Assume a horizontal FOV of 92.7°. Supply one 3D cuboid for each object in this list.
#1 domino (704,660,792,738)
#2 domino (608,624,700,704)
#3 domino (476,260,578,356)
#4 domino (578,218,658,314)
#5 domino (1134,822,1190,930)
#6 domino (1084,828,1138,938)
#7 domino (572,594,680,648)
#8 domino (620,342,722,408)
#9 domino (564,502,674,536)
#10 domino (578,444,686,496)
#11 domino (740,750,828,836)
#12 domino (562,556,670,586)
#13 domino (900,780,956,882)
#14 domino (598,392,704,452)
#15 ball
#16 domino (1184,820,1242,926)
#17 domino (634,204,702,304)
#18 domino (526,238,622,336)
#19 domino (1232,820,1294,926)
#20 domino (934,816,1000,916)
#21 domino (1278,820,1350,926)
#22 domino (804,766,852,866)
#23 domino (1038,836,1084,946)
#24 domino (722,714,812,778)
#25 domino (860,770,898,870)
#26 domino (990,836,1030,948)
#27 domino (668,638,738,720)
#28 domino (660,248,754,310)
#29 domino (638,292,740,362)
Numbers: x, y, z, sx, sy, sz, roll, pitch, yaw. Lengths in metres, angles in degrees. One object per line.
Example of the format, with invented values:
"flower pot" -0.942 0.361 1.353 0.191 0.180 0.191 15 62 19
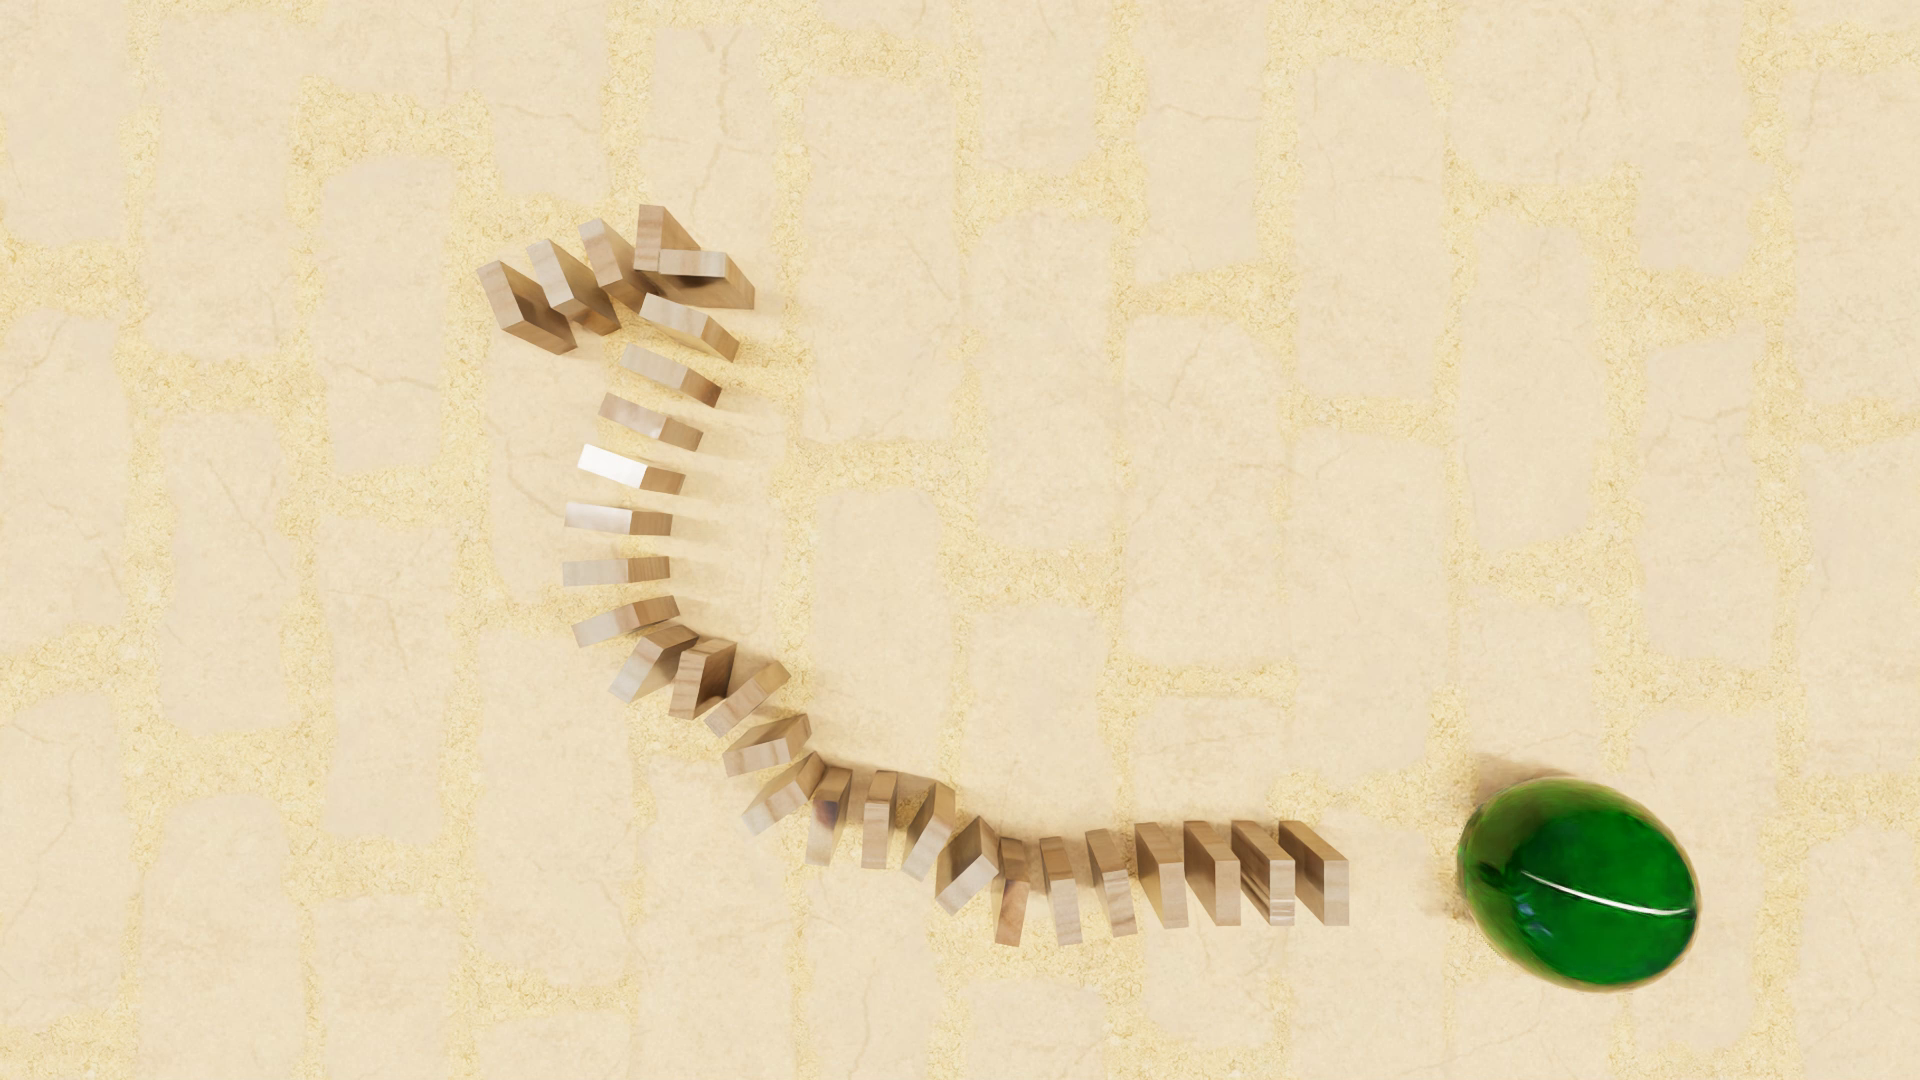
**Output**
"domino" -0.086 0.064 0.375 0.025 0.050 0.010 -42 90 0
"domino" -0.124 0.050 0.375 0.009 0.050 0.025 33 90 0
"domino" -0.176 -0.094 0.375 0.010 0.050 0.025 -23 90 0
"domino" -0.138 -0.110 0.375 0.009 0.050 0.025 -20 90 0
"domino" 0.082 0.136 0.375 0.009 0.050 0.025 -5 90 0
"domino" 0.061 0.139 0.375 0.009 0.050 0.025 -10 90 0
"domino" -0.135 0.033 0.375 0.025 0.050 0.009 -20 90 0
"domino" -0.117 -0.067 0.375 0.025 0.050 0.010 23 90 0
"domino" -0.138 -0.008 0.375 0.025 0.050 0.009 8 90 0
"domino" -0.133 -0.028 0.375 0.025 0.050 0.009 20 90 0
"domino" -0.071 0.103 0.375 0.025 0.050 0.009 -34 90 0
"domino" -0.139 0.012 0.375 0.025 0.050 0.010 -3 90 0
"domino" -0.012 0.118 0.375 0.009 0.050 0.025 31 90 0
"domino" -0.125 -0.047 0.375 0.025 0.050 0.009 23 90 0
"ball" 0.241 0.134 0.360 0.080 0.080 0.080 0 90 0
"domino" 0.102 0.135 0.375 0.010 0.050 0.025 -1 90 0
"domino" -0.119 -0.116 0.375 0.010 0.050 0.025 5 90 0
"domino" -0.157 -0.102 0.375 0.010 0.050 0.025 -23 90 0
"domino" 0.123 0.135 0.375 0.010 0.050 0.025 0 90 0
"domino" 0.003 0.132 0.375 0.025 0.050 0.010 -44 90 0
"domino" 0.144 0.135 0.375 0.009 0.050 0.025 -1 90 0
"domino" -0.053 0.112 0.375 0.009 0.050 0.025 8 90 0
"domino" 0.041 0.142 0.375 0.010 0.050 0.025 -7 90 0
"domino" -0.078 0.083 0.375 0.025 0.050 0.009 -14 90 0
"domino" -0.032 0.113 0.375 0.009 0.050 0.025 3 90 0
"domino" 0.020 0.143 0.375 0.009 0.050 0.025 10 90 0
"domino" -0.104 0.056 0.375 0.010 0.050 0.025 12 90 0
"domino" -0.102 -0.106 0.375 0.025 0.050 0.009 3 90 0
"domino" -0.109 -0.086 0.375 0.025 0.050 0.010 20 90 0
